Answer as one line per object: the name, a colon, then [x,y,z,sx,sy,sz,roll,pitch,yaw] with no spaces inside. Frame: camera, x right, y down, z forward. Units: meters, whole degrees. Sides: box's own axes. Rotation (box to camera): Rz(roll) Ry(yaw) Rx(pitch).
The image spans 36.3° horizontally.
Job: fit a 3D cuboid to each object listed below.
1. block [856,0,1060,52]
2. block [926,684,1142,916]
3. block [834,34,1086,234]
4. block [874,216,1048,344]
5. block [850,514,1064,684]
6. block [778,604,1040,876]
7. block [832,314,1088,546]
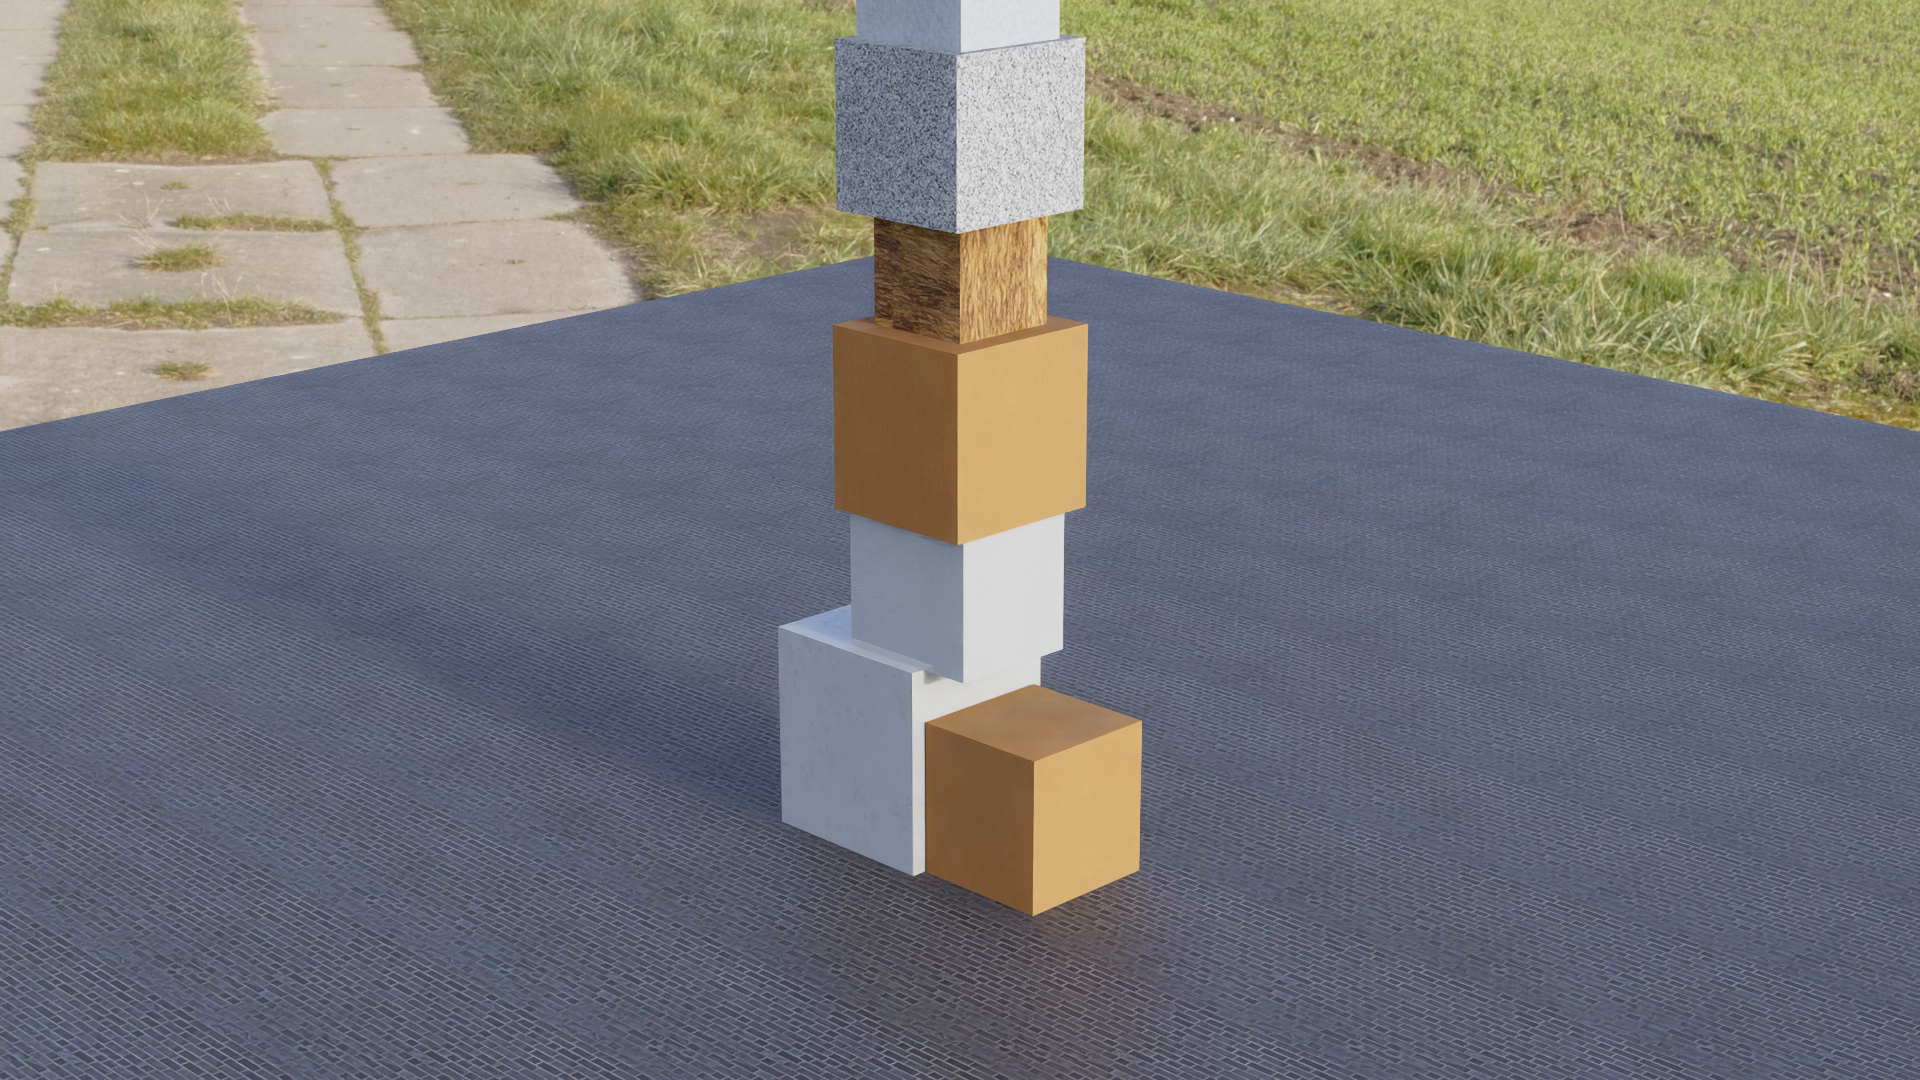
block: [-0.009,-2.488,12.550,0.600,0.675,0.637,-17,24,-42]
block: [0.335,1.173,13.384,0.709,0.737,0.677,-17,24,-42]
block: [0.000,-1.811,12.773,0.786,0.750,0.746,-17,24,-42]
block: [0.004,-1.208,12.966,0.546,0.518,0.535,-17,24,-42]
block: [-0.014,0.175,13.382,0.646,0.665,0.727,-17,24,-42]
block: [-0.238,0.885,13.880,0.838,0.989,0.904,-17,24,-42]
block: [0.002,-0.554,13.170,0.821,0.852,0.786,-17,24,-42]
